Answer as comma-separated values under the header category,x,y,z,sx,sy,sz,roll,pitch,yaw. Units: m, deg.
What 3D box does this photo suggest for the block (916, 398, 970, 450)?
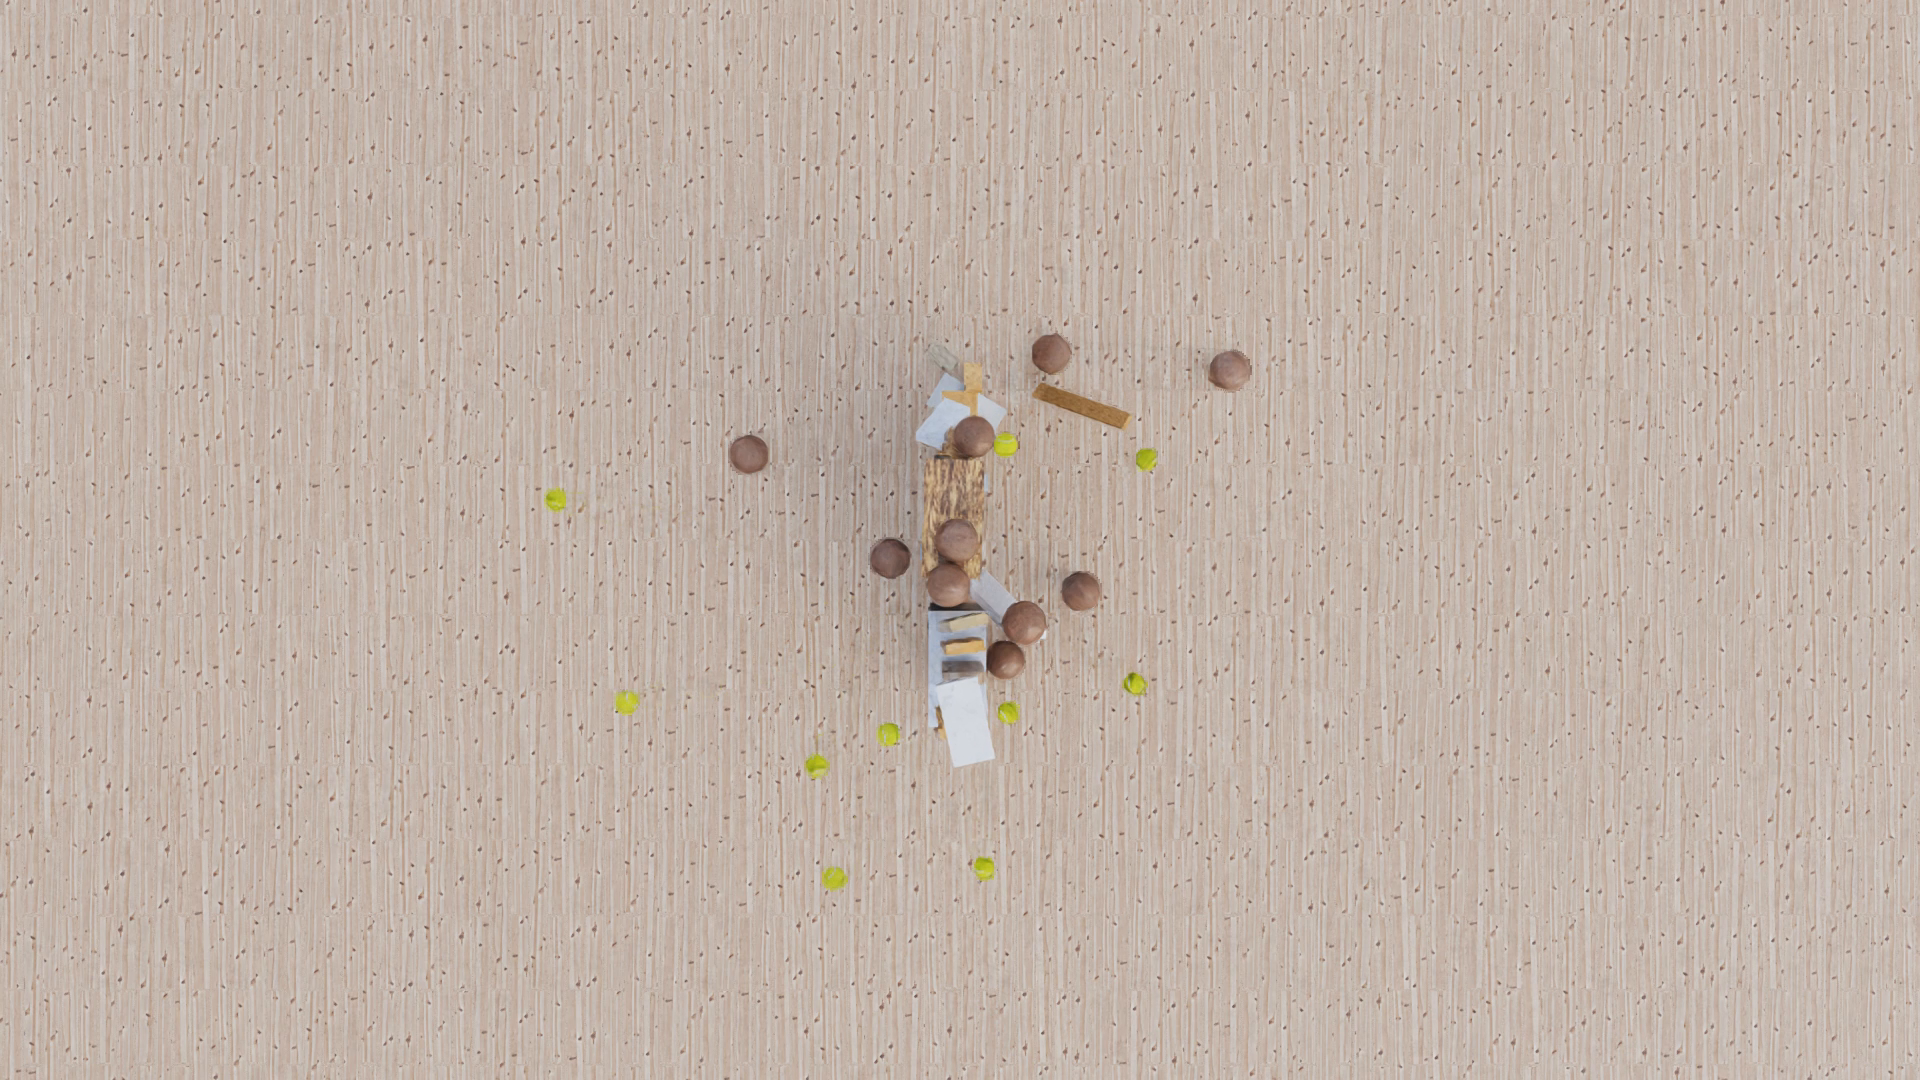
category,x,y,z,sx,sy,sz,roll,pitch,yaw
block,-0.054,-0.376,5.319,0.096,0.027,0.193,23,52,18

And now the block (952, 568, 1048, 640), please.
category,x,y,z,sx,sy,sz,roll,pitch,yaw
block,0.100,0.179,5.160,0.114,0.514,0.032,2,113,-29

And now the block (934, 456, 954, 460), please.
category,x,y,z,sx,sy,sz,roll,pitch,yaw
block,-0.033,-0.230,5.149,0.096,0.193,0.027,0,106,1

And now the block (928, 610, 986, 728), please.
category,x,y,z,sx,sy,sz,roll,pitch,yaw
block,-0.007,0.399,5.113,0.179,0.051,0.358,0,90,0

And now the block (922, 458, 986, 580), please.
category,x,y,z,sx,sy,sz,roll,pitch,yaw
block,-0.020,-0.061,4.868,0.175,0.050,0.350,2,91,2

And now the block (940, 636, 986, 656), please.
category,x,y,z,sx,sy,sz,roll,pitch,yaw
block,0.007,0.319,4.969,0.114,0.228,0.032,-6,90,-5

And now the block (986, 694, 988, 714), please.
category,x,y,z,sx,sy,sz,roll,pitch,yaw
block,-0.004,0.497,5.319,0.179,0.358,0.051,0,97,0

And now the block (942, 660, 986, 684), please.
category,x,y,z,sx,sy,sz,roll,pitch,yaw
block,0.008,0.398,4.961,0.124,0.248,0.035,-1,94,-2

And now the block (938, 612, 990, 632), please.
category,x,y,z,sx,sy,sz,roll,pitch,yaw
block,0.008,0.247,4.945,0.114,0.228,0.032,-13,89,-10

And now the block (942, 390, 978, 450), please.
category,x,y,z,sx,sy,sz,roll,pitch,yaw
block,-0.003,-0.389,5.373,0.121,0.034,0.241,1,48,0

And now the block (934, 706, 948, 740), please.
category,x,y,z,sx,sy,sz,roll,pitch,yaw
block,-0.007,0.540,4.960,0.124,0.248,0.035,-8,100,-2

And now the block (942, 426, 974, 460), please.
category,x,y,z,sx,sy,sz,roll,pitch,yaw
block,-0.005,-0.294,5.176,0.096,0.193,0.027,34,108,-9

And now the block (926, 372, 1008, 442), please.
category,x,y,z,sx,sy,sz,roll,pitch,yaw
block,0.023,-0.441,5.483,0.241,0.034,0.121,31,90,0

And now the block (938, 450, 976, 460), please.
category,x,y,z,sx,sy,sz,roll,pitch,yaw
block,-0.012,-0.283,5.378,0.121,0.241,0.034,1,100,0

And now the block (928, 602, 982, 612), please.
category,x,y,z,sx,sy,sz,roll,pitch,yaw
block,-0.011,0.256,5.319,0.179,0.358,0.051,-1,97,0

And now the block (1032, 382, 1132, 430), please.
category,x,y,z,sx,sy,sz,roll,pitch,yaw
block,0.395,-0.437,5.369,0.386,0.016,0.055,24,77,38

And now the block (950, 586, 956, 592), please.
category,x,y,z,sx,sy,sz,roll,pitch,yaw
block,-0.008,0.153,5.446,0.054,0.107,0.015,-35,88,1

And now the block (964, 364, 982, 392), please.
category,x,y,z,sx,sy,sz,roll,pitch,yaw
block,0.043,-0.538,5.462,0.055,0.016,0.111,0,57,-2

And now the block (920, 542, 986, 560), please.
category,x,y,z,sx,sy,sz,roll,pitch,yaw
block,-0.017,0.035,5.126,0.175,0.458,0.050,1,91,3

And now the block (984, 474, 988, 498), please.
category,x,y,z,sx,sy,sz,roll,pitch,yaw
block,-0.001,-0.165,5.068,0.175,0.350,0.050,0,88,1

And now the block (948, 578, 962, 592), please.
category,x,y,z,sx,sy,sz,roll,pitch,yaw
block,-0.015,0.115,5.373,0.054,0.015,0.107,-35,94,-33

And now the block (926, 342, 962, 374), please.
category,x,y,z,sx,sy,sz,roll,pitch,yaw
block,-0.056,-0.606,5.474,0.111,0.016,0.055,40,91,20

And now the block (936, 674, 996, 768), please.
category,x,y,z,sx,sy,sz,roll,pitch,yaw
block,0.016,0.529,4.817,0.124,0.035,0.248,-13,97,-2
